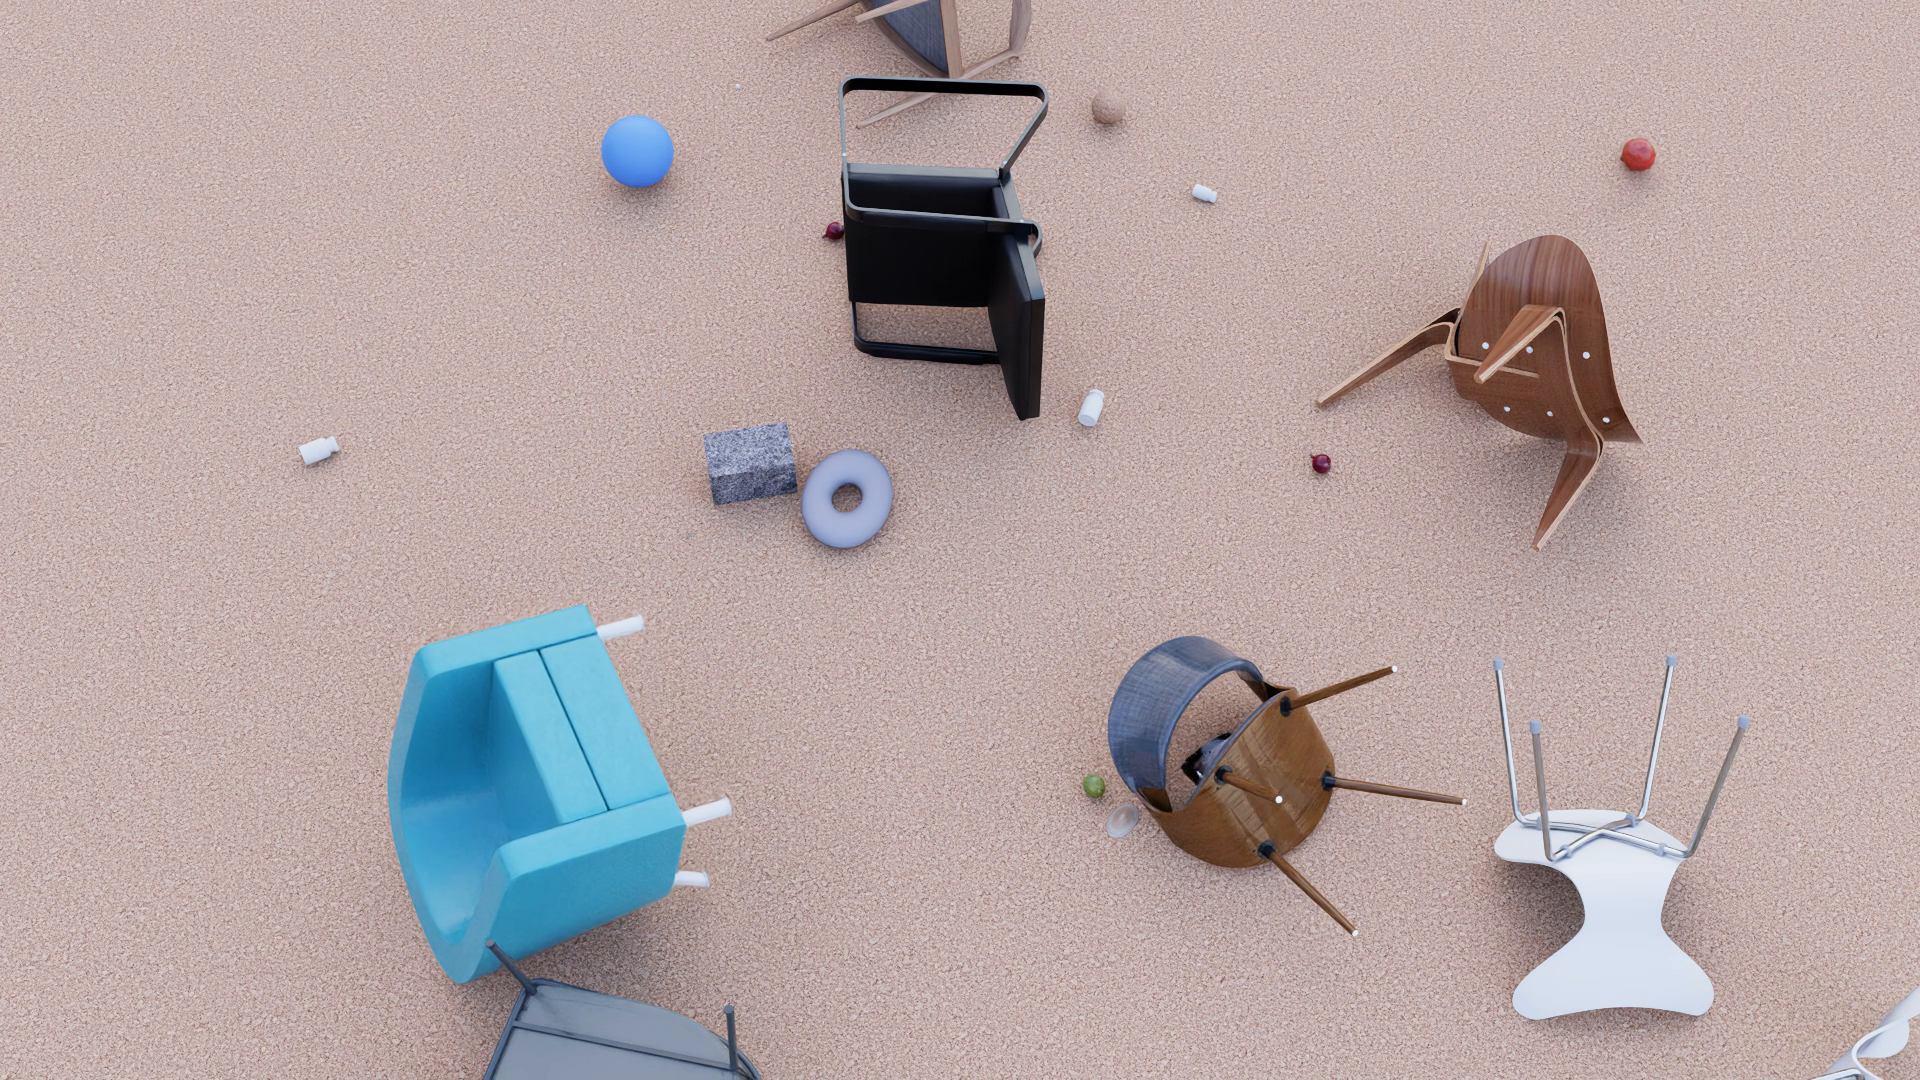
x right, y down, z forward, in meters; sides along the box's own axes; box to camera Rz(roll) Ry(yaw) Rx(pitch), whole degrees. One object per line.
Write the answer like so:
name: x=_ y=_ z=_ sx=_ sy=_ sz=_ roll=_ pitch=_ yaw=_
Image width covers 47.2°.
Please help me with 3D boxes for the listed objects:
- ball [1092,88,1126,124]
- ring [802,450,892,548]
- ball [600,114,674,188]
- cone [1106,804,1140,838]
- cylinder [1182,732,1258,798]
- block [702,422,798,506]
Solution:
ball: x=0.507 y=-1.478 z=7.495 sx=0.118 sy=0.118 sz=0.118 roll=0 pitch=56 yaw=0
ring: x=-0.339 y=-0.125 z=6.608 sx=0.272 sy=0.085 sz=0.352 roll=9 pitch=57 yaw=5
ball: x=-1.070 y=-1.289 z=7.295 sx=0.239 sy=0.239 sz=0.239 roll=0 pitch=56 yaw=0
cone: x=0.447 y=0.760 z=6.035 sx=0.077 sy=0.047 sz=0.122 roll=30 pitch=61 yaw=19
cylinder: x=0.719 y=0.624 z=6.093 sx=0.187 sy=0.103 sz=0.108 roll=-29 pitch=61 yaw=-23
block: x=-0.633 y=-0.231 z=6.641 sx=0.255 sy=0.146 sz=0.162 roll=-9 pitch=57 yaw=-6
